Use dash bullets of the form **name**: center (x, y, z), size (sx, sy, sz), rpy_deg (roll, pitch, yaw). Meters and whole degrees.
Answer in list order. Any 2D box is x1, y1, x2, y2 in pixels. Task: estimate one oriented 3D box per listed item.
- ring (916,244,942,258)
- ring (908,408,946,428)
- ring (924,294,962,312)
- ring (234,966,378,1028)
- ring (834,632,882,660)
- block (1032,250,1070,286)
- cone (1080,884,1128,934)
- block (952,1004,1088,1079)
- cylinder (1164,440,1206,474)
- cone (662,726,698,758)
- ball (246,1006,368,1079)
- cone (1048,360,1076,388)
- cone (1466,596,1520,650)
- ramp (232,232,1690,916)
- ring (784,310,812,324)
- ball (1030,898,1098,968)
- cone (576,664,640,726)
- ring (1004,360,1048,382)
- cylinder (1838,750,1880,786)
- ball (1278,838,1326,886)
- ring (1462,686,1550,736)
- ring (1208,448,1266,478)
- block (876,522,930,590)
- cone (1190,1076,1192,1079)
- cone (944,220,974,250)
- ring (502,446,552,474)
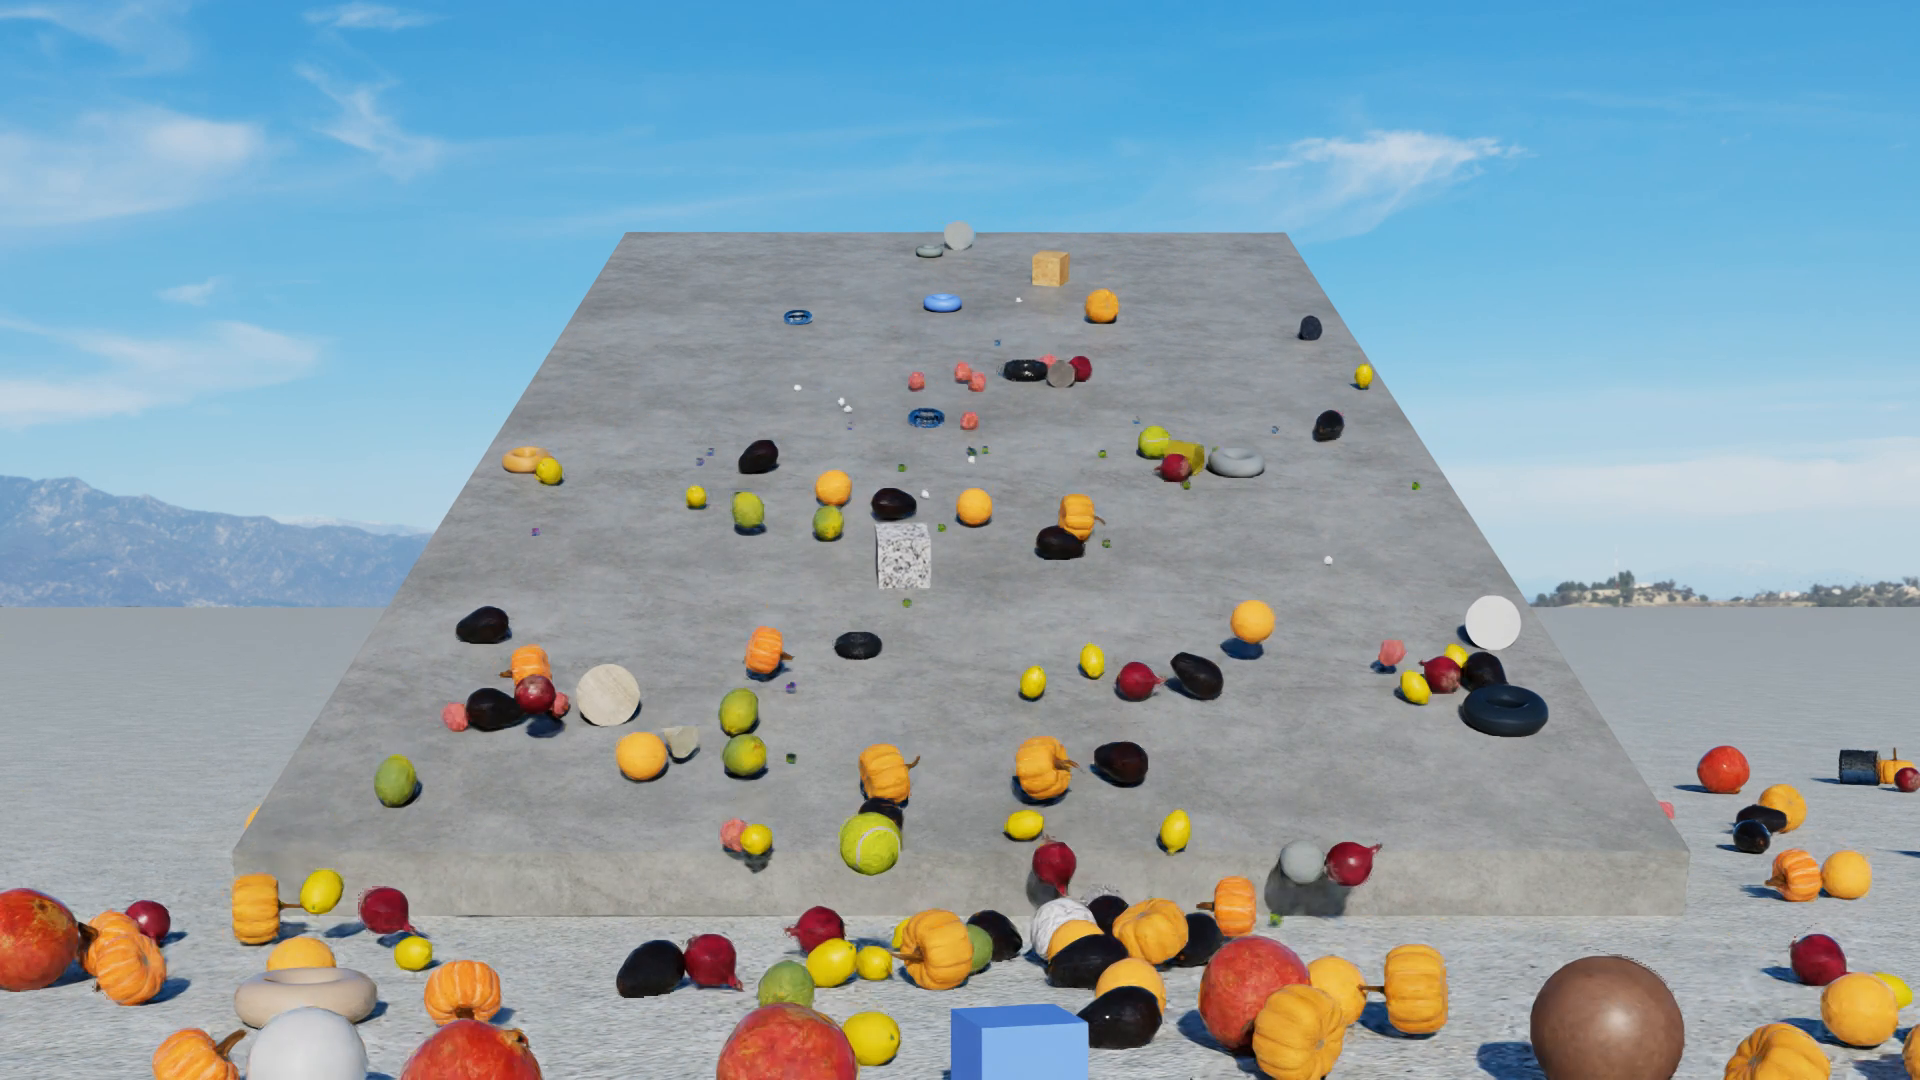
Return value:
- **ring**: center (-0.089, -0.837, 6.562), size (0.080, 0.027, 0.080), rpy_deg (1, 20, 0)
- **ring**: center (-0.074, -0.269, 4.989), size (0.083, 0.028, 0.083), rpy_deg (1, 20, 0)
- **ring**: center (-0.045, -0.625, 5.965), size (0.102, 0.034, 0.102), rpy_deg (1, 19, 0)
- **ring**: center (-0.680, 0.477, 2.356), size (0.144, 0.048, 0.144), rpy_deg (1, 0, 0)
- **ring**: center (-0.170, 0.175, 3.763), size (0.079, 0.026, 0.079), rpy_deg (-1, 21, 0)
- **block**: center (0.250, -0.748, 6.239), size (0.079, 0.079, 0.079), rpy_deg (8, 21, 20)
- **cone**: center (0.201, 0.479, 2.998), size (0.068, 0.068, 0.068), rpy_deg (-1, 7, 22)
- **block**: center (0.049, 0.442, 1.888), size (0.091, 0.091, 0.091), rpy_deg (0, -2, -16)
- **cylinder**: center (0.462, -0.171, 4.668), size (0.064, 0.064, 0.064), rpy_deg (12, 5, 30)
- **cone**: center (-0.425, 0.289, 3.359), size (0.053, 0.053, 0.053), rpy_deg (25, 14, 35)
- **ball**: center (-0.545, 0.439, 1.890), size (0.098, 0.098, 0.098), rpy_deg (0, -2, 0)
- **cone**: center (0.240, -0.381, 5.297), size (0.065, 0.065, 0.065), rpy_deg (0, -7, 9)
- **cone**: center (0.893, 0.144, 3.832), size (0.092, 0.092, 0.092), rpy_deg (0, -7, 2)
- **ramp**: center (-0.005, -0.206, 5.003), size (2.000, 0.100, 4.000), rpy_deg (0, 20, 0)
- **ring**: center (-0.417, -0.574, 5.834), size (0.076, 0.025, 0.076), rpy_deg (-1, 21, 0)
- **ball**: center (0.123, 0.465, 2.686), size (0.081, 0.081, 0.081), rpy_deg (0, -2, 0)
- **cone**: center (-0.555, 0.246, 3.541), size (0.097, 0.097, 0.097), rpy_deg (0, -8, -15)
- **ring**: center (0.155, -0.400, 5.341), size (0.107, 0.036, 0.107), rpy_deg (1, 19, 0)
- **cylinder**: center (2.137, 0.540, 5.379), size (0.083, 0.083, 0.083), rpy_deg (-1, -2, 29)
- **ball**: center (0.456, 0.430, 3.021), size (0.062, 0.062, 0.062), rpy_deg (0, -2, 0)
- **ring**: center (0.843, 0.263, 3.499), size (0.131, 0.044, 0.131), rpy_deg (-1, 21, 0)
- **ring**: center (0.571, -0.160, 4.676), size (0.118, 0.039, 0.118), rpy_deg (1, 21, 0)
- **block**: center (-0.103, 0.029, 4.068), size (0.093, 0.093, 0.093), rpy_deg (-2, 20, -5)
- **cone**: center (0.188, 0.462, 1.843), size (0.050, 0.050, 0.050), rpy_deg (0, -2, 0)
- **cone**: center (-0.010, -0.888, 6.685), size (0.087, 0.087, 0.087), rpy_deg (0, -7, -9)
- **ring**: center (-0.897, -0.166, 4.691), size (0.103, 0.034, 0.103), rpy_deg (-1, 21, 0)
